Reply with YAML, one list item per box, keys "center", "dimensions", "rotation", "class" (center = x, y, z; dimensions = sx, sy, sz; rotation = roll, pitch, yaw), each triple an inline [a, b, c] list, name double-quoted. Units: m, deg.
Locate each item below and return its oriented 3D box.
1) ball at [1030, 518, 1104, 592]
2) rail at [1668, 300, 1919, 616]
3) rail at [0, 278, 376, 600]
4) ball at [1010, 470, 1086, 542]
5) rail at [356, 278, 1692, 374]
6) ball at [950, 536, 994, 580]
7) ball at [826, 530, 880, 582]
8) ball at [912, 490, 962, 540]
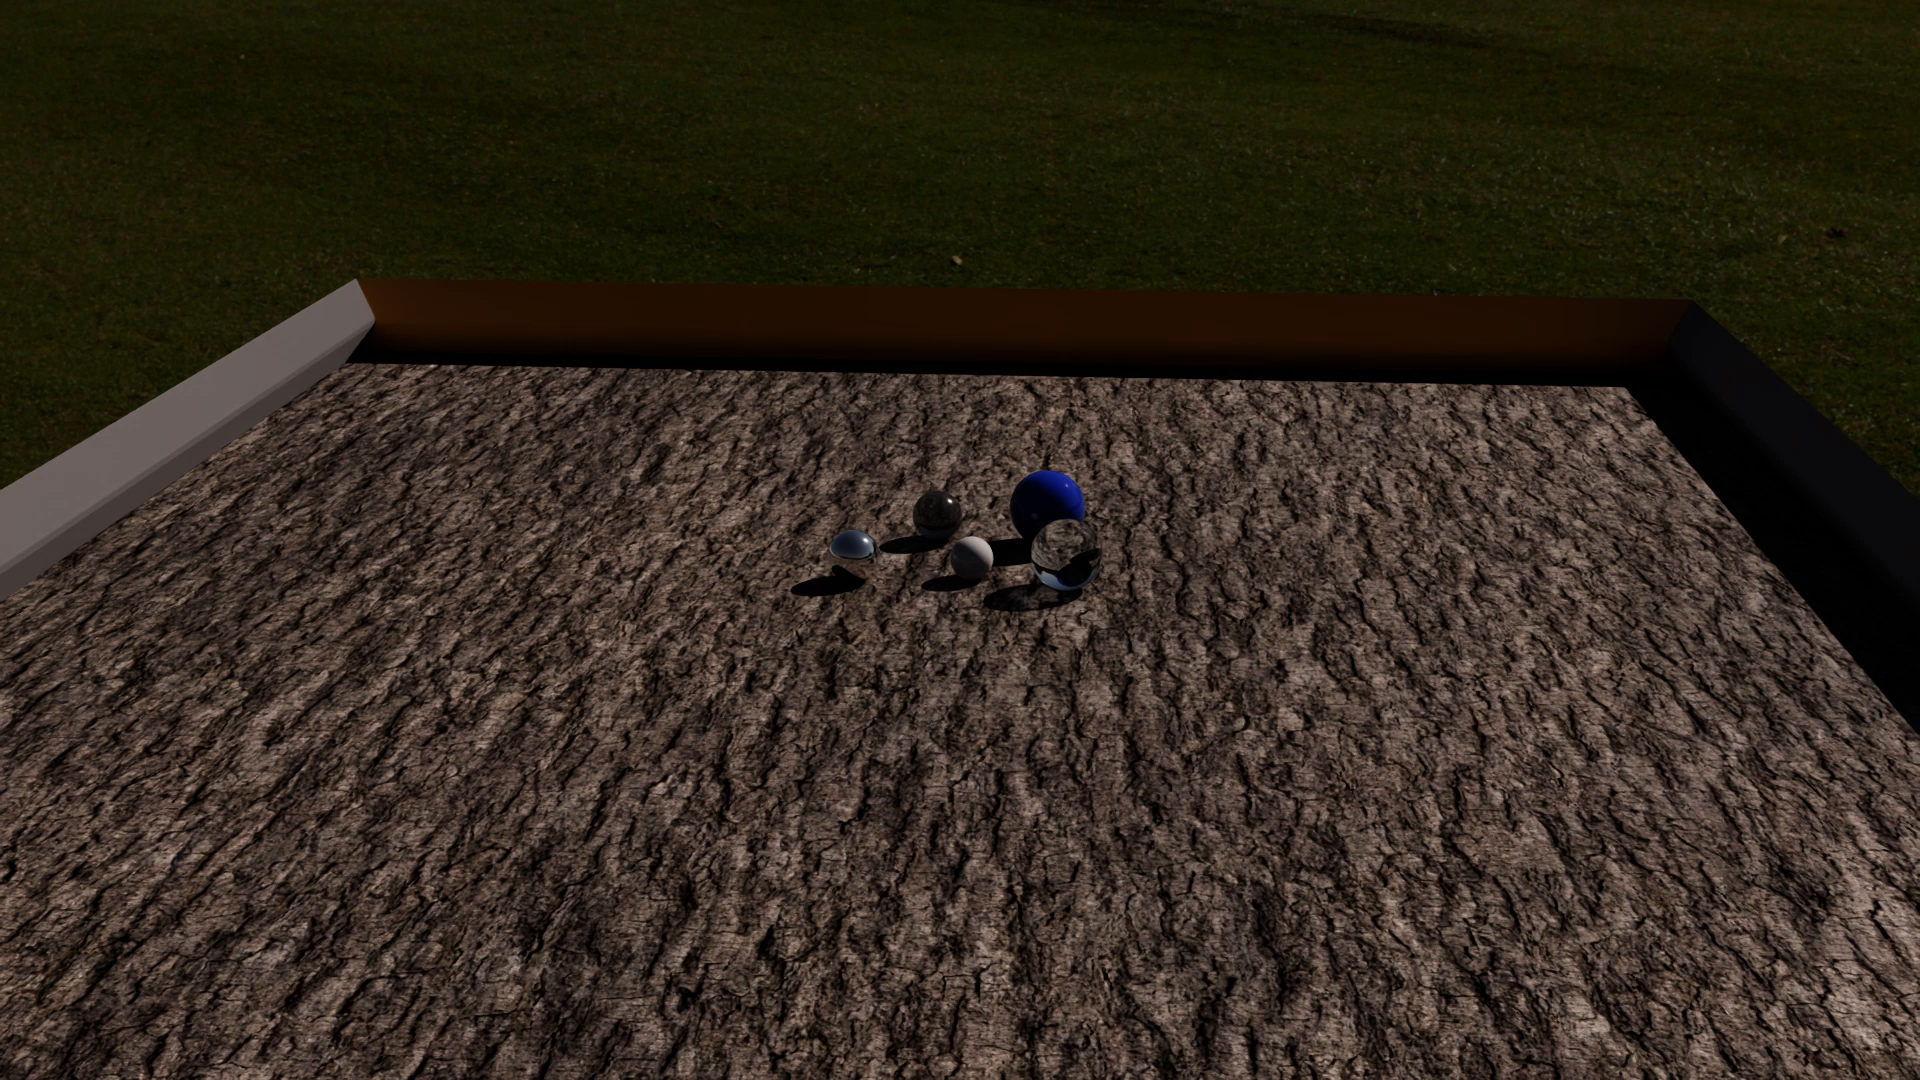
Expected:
- center: [0.129, 0.018, 2.666]
  dimensions: [0.088, 0.088, 0.088]
  rotation: [0, 18, 0]
  class: "ball"
- center: [1.029, 0.342, 1.625]
  dimensions: [0.045, 0.127, 4.344]
  rotation: [1, 18, 4]
  class: "rail"
- center: [-1.197, 0.287, 1.789]
  dimensions: [0.045, 0.127, 4.344]
  rotation: [1, 18, 4]
  class: "rail"
- center: [0.112, -0.041, 2.828]
  dimensions: [0.098, 0.098, 0.098]
  rotation: [0, 18, 0]
  class: "ball"
- center: [0.082, -0.360, 3.740]
  dimensions: [2.279, 0.127, 0.045]
  rotation: [1, 18, 4]
  class: "rail"
- center: [0.014, 0.022, 2.708]
  dimensions: [0.054, 0.054, 0.054]
  rotation: [0, 18, 0]
  class: "ball"
- center: [-0.132, 0.019, 2.700]
  dimensions: [0.065, 0.065, 0.065]
  rotation: [0, 18, 0]
  class: "ball"
- center: [-0.029, -0.031, 2.852]
  dimensions: [0.065, 0.065, 0.065]
  rotation: [0, 18, 0]
  class: "ball"
